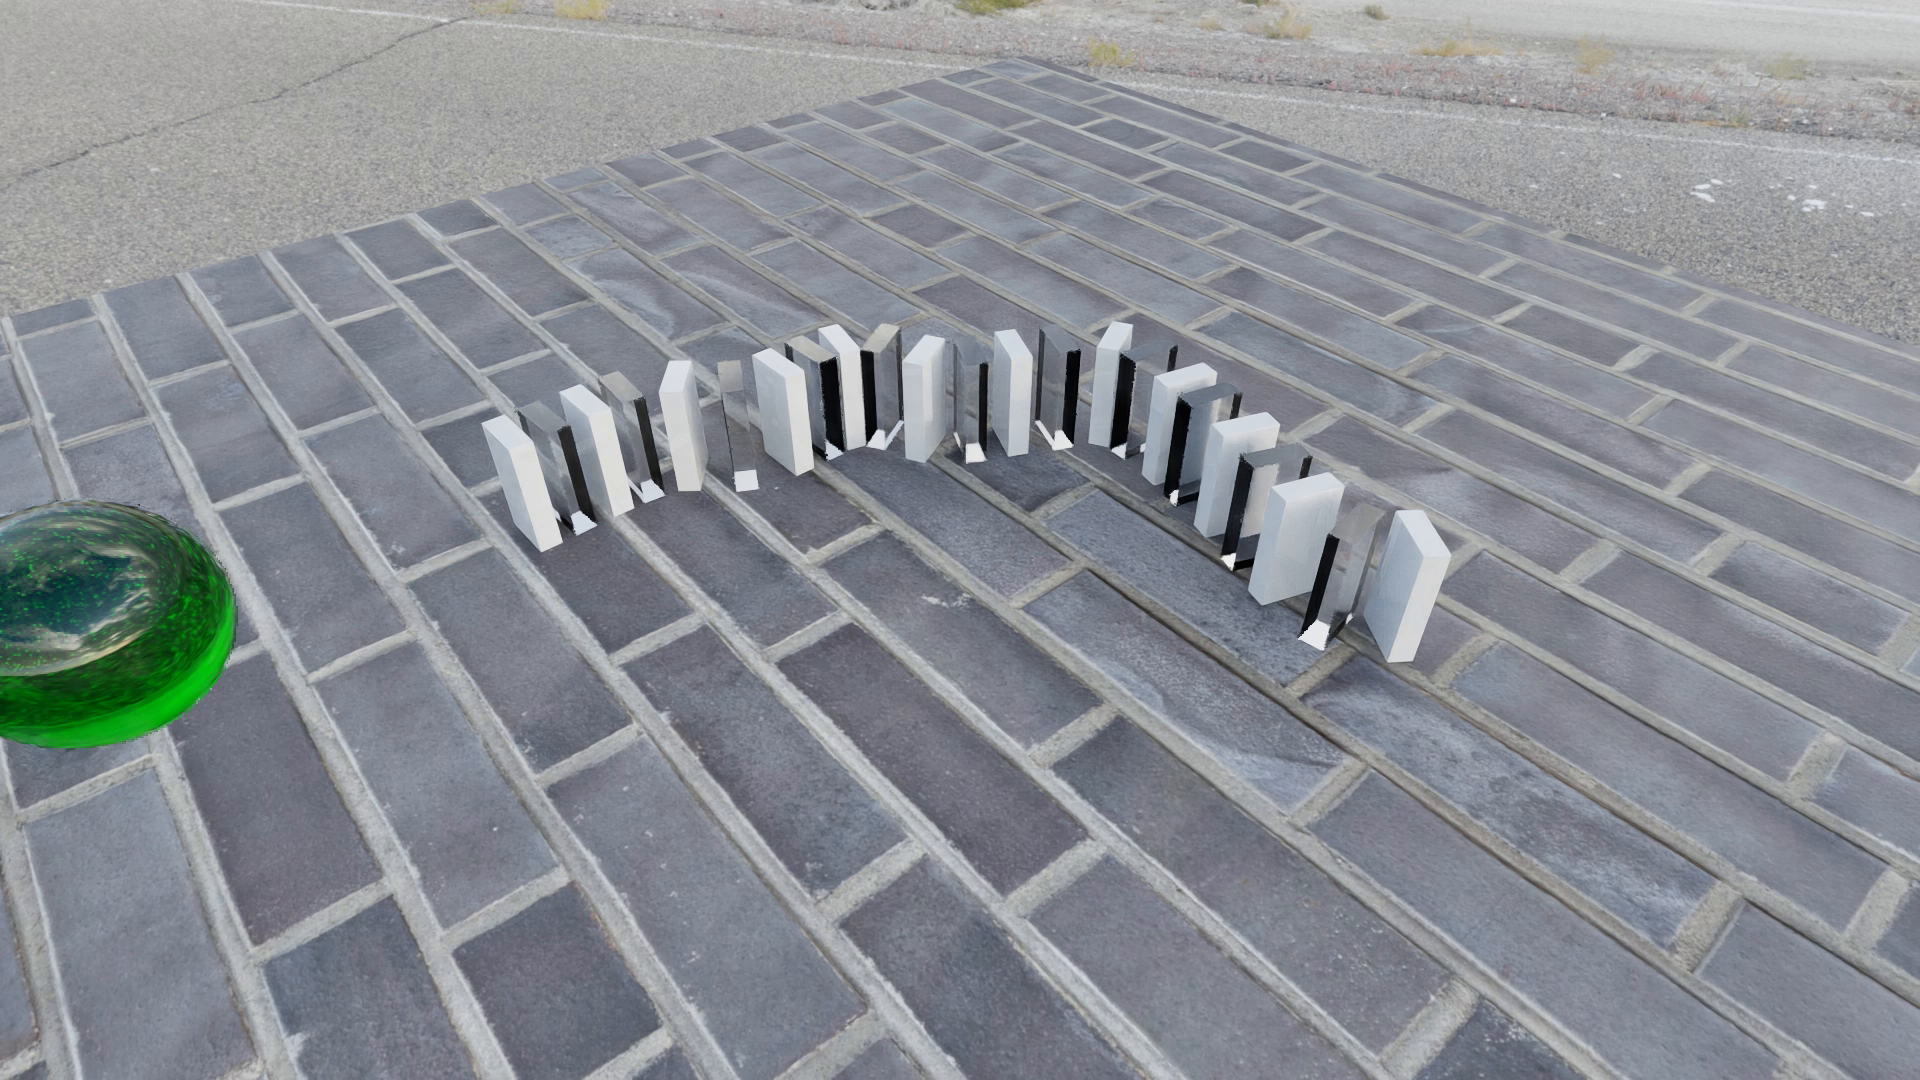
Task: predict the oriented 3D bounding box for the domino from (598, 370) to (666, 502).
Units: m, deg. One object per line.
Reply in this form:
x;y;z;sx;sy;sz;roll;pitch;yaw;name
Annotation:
-0.138;-0.043;0.464;0.009;0.050;0.025;-26;46;-28;domino

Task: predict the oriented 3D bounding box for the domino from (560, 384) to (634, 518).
-0.150;-0.037;0.456;0.010;0.050;0.025;-30;48;-31;domino

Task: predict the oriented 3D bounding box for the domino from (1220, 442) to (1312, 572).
0.118;-0.012;0.426;0.025;0.050;0.010;-12;41;-14;domino

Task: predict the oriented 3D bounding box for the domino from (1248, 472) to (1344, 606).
0.125;0.000;0.411;0.025;0.050;0.009;-14;41;-17;domino

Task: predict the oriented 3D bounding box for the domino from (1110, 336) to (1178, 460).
0.081;-0.063;0.488;0.025;0.050;0.010;-25;45;-27;domino

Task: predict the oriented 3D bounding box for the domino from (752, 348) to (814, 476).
-0.077;-0.055;0.479;0.010;0.050;0.025;-29;47;-31;domino

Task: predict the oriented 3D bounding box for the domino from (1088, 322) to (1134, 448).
0.068;-0.070;0.497;0.010;0.050;0.025;14;41;16;domino

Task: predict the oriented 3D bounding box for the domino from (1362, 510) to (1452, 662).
0.158;0.017;0.391;0.009;0.050;0.025;-2;39;-3;domino

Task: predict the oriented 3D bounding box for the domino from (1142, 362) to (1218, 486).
0.094;-0.049;0.472;0.025;0.050;0.010;-18;43;-21;domino

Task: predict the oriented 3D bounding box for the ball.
-0.282;0.027;0.355;0.080;0.080;0.080;0;39;0;ball

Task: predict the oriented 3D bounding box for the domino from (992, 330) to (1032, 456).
0.023;-0.065;0.491;0.009;0.050;0.025;-10;40;-12;domino

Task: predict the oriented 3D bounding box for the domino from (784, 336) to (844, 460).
-0.064;-0.063;0.488;0.009;0.050;0.025;-29;48;-31;domino

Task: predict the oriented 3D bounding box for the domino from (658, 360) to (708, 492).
-0.118;-0.049;0.471;0.009;0.050;0.025;-1;39;-2;domino

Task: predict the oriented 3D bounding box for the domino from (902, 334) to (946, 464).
-0.015;-0.062;0.487;0.009;0.050;0.025;14;41;17;domino

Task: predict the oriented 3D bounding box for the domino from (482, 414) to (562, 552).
-0.174;-0.022;0.439;0.009;0.050;0.025;-29;48;-31;domino

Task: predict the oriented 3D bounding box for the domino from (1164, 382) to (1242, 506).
0.101;-0.040;0.460;0.025;0.050;0.010;-17;42;-20;domino

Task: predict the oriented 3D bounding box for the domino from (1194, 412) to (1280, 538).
0.111;-0.026;0.443;0.025;0.050;0.010;-13;41;-16;domino

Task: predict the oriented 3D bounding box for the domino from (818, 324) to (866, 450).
-0.053;-0.068;0.495;0.010;0.050;0.025;-18;43;-21;domino

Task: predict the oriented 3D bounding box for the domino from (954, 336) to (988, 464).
0.004;-0.062;0.487;0.009;0.050;0.025;-8;40;-10;domino

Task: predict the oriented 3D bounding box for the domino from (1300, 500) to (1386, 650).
0.137;0.013;0.395;0.010;0.050;0.025;29;48;31;domino

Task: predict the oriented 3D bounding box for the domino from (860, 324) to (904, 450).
-0.035;-0.069;0.495;0.010;0.050;0.025;12;41;14;domino

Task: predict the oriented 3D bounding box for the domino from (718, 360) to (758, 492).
-0.095;-0.049;0.471;0.009;0.050;0.025;-8;40;-10;domino

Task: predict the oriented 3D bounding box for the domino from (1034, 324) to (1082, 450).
0.044;-0.069;0.495;0.009;0.050;0.025;-11;41;-14;domino

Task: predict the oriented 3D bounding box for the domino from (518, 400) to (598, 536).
-0.163;-0.029;0.447;0.010;0.050;0.025;-32;49;-33;domino
